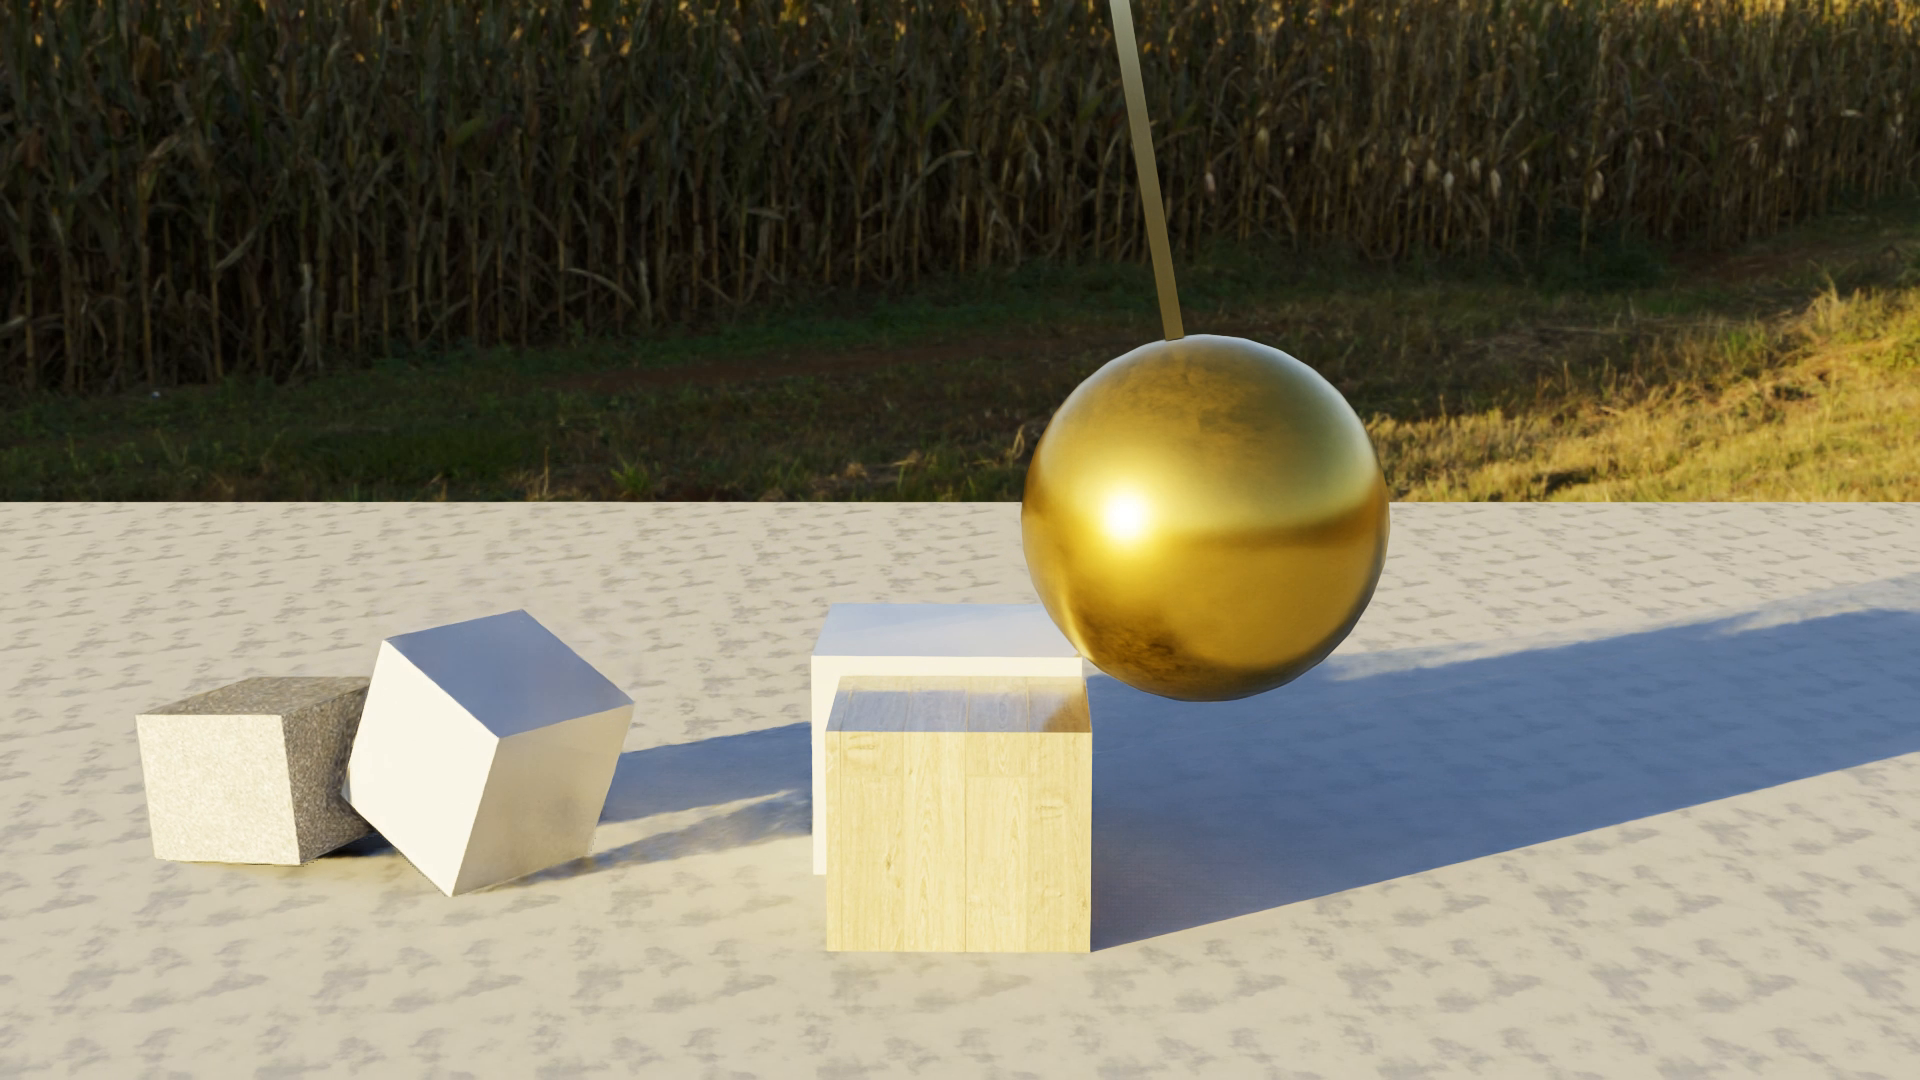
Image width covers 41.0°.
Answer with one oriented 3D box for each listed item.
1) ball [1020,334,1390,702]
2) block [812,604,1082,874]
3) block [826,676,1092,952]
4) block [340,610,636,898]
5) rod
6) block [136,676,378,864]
[{"bbox_3d":[1.063,-0.093,11.163,1.600,1.600,1.600,0,10,0],"label":"ball"},{"bbox_3d":[-0.041,0.898,11.847,1.181,0.994,1.136,0,10,2],"label":"block"},{"bbox_3d":[0.002,1.131,10.785,1.064,0.916,0.969,0,10,1],"label":"block"},{"bbox_3d":[-2.096,0.928,11.387,0.799,0.835,0.801,35,28,29],"label":"block"},{"bbox_3d":[0.461,-3.385,10.565,0.080,5.200,0.080,-10,10,2],"label":"rod"},{"bbox_3d":[-3.133,1.038,11.769,0.818,0.670,0.826,-1,9,25],"label":"block"}]
